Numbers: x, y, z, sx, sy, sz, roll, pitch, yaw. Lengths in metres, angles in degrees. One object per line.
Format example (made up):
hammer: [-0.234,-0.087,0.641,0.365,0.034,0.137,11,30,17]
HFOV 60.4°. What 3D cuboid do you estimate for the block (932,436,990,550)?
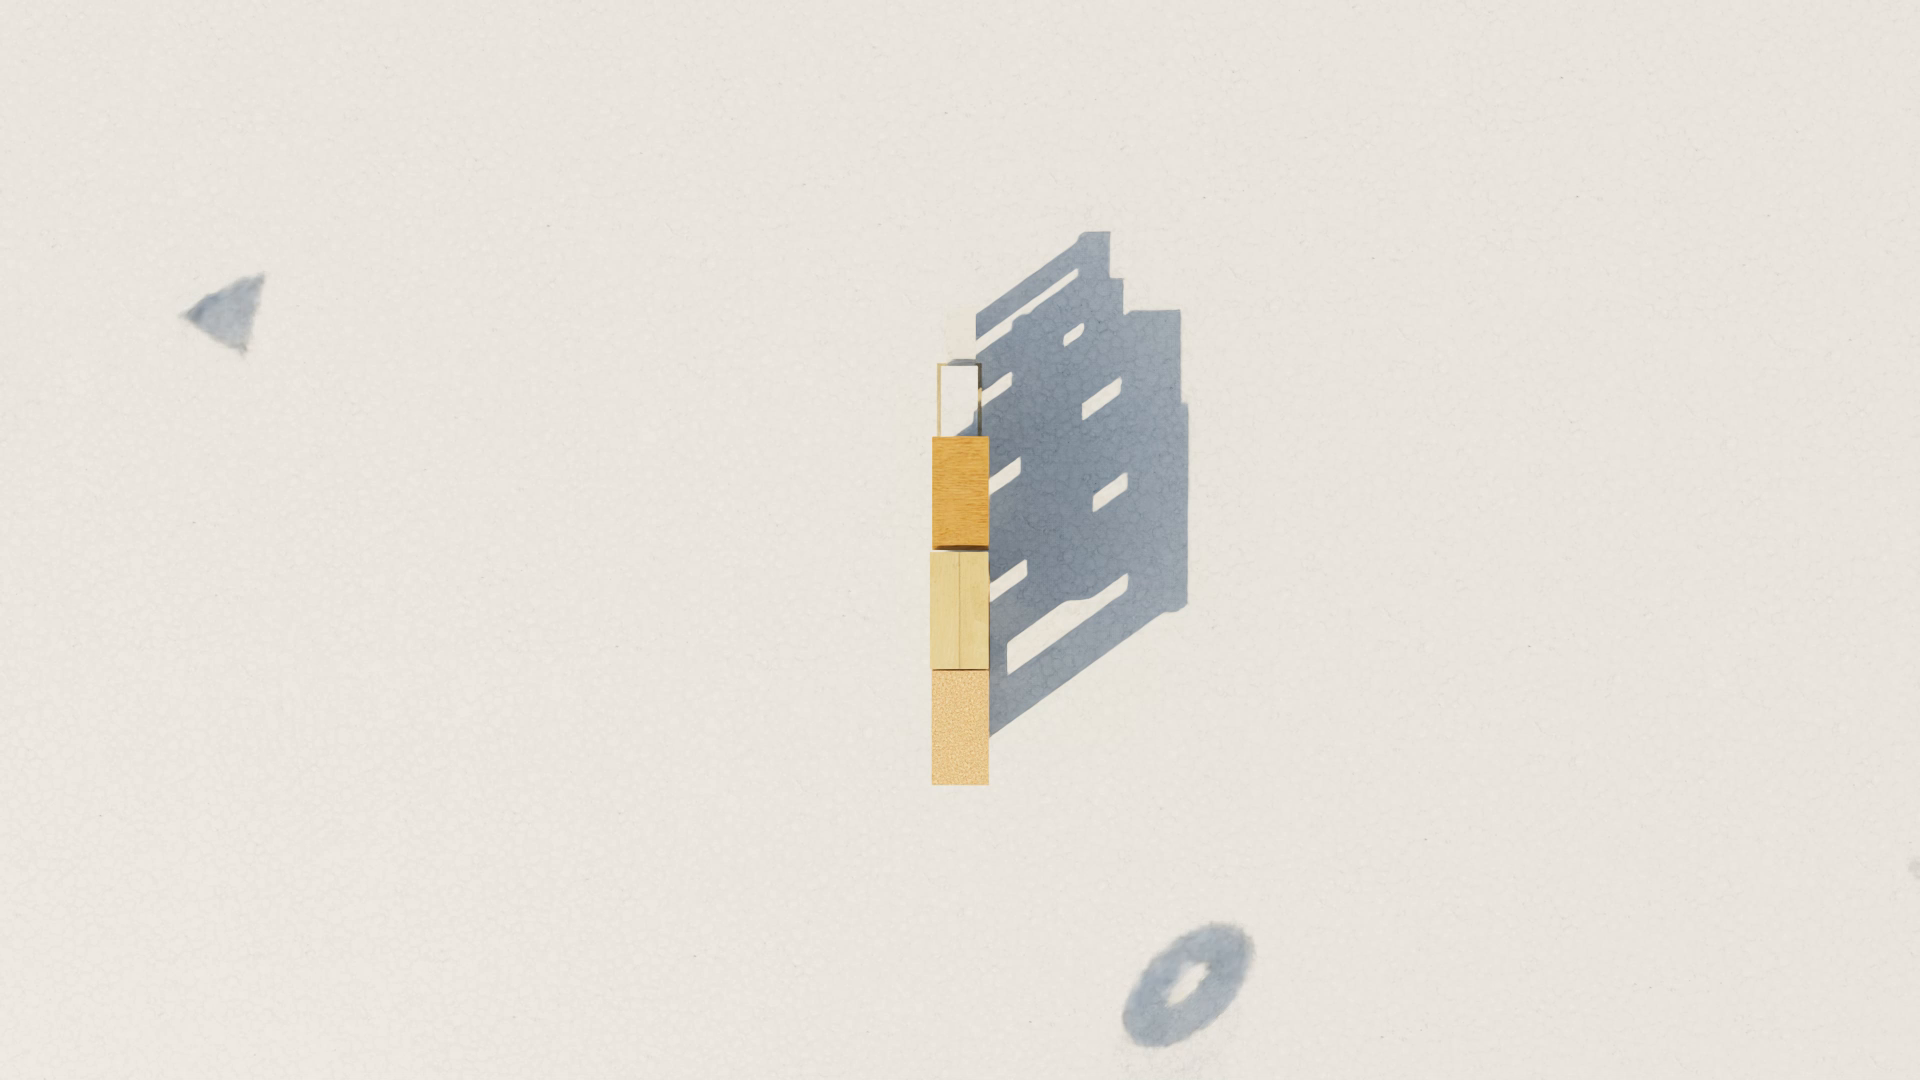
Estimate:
block: [0.002,-0.134,4.769,0.164,0.046,0.328,0,90,0]

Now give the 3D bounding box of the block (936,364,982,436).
block: [-0.002,-0.415,5.198,0.141,0.040,0.282,0,90,0]

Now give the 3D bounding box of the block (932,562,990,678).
block: [0.003,0.247,5.119,0.178,0.050,0.355,0,90,0]

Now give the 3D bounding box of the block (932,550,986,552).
block: [-0.005,-0.103,5.143,0.167,0.047,0.333,0,90,0]

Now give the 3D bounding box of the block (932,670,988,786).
block: [0.001,0.538,4.742,0.164,0.047,0.328,0,90,0]

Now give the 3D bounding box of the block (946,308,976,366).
block: [0.002,-0.613,4.989,0.089,0.025,0.177,0,90,0]

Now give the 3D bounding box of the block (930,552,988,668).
block: [-0.003,0.202,4.737,0.167,0.047,0.334,0,90,0]

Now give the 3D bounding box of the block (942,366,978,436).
block: [-0.002,-0.411,4.946,0.108,0.031,0.217,0,90,0]
